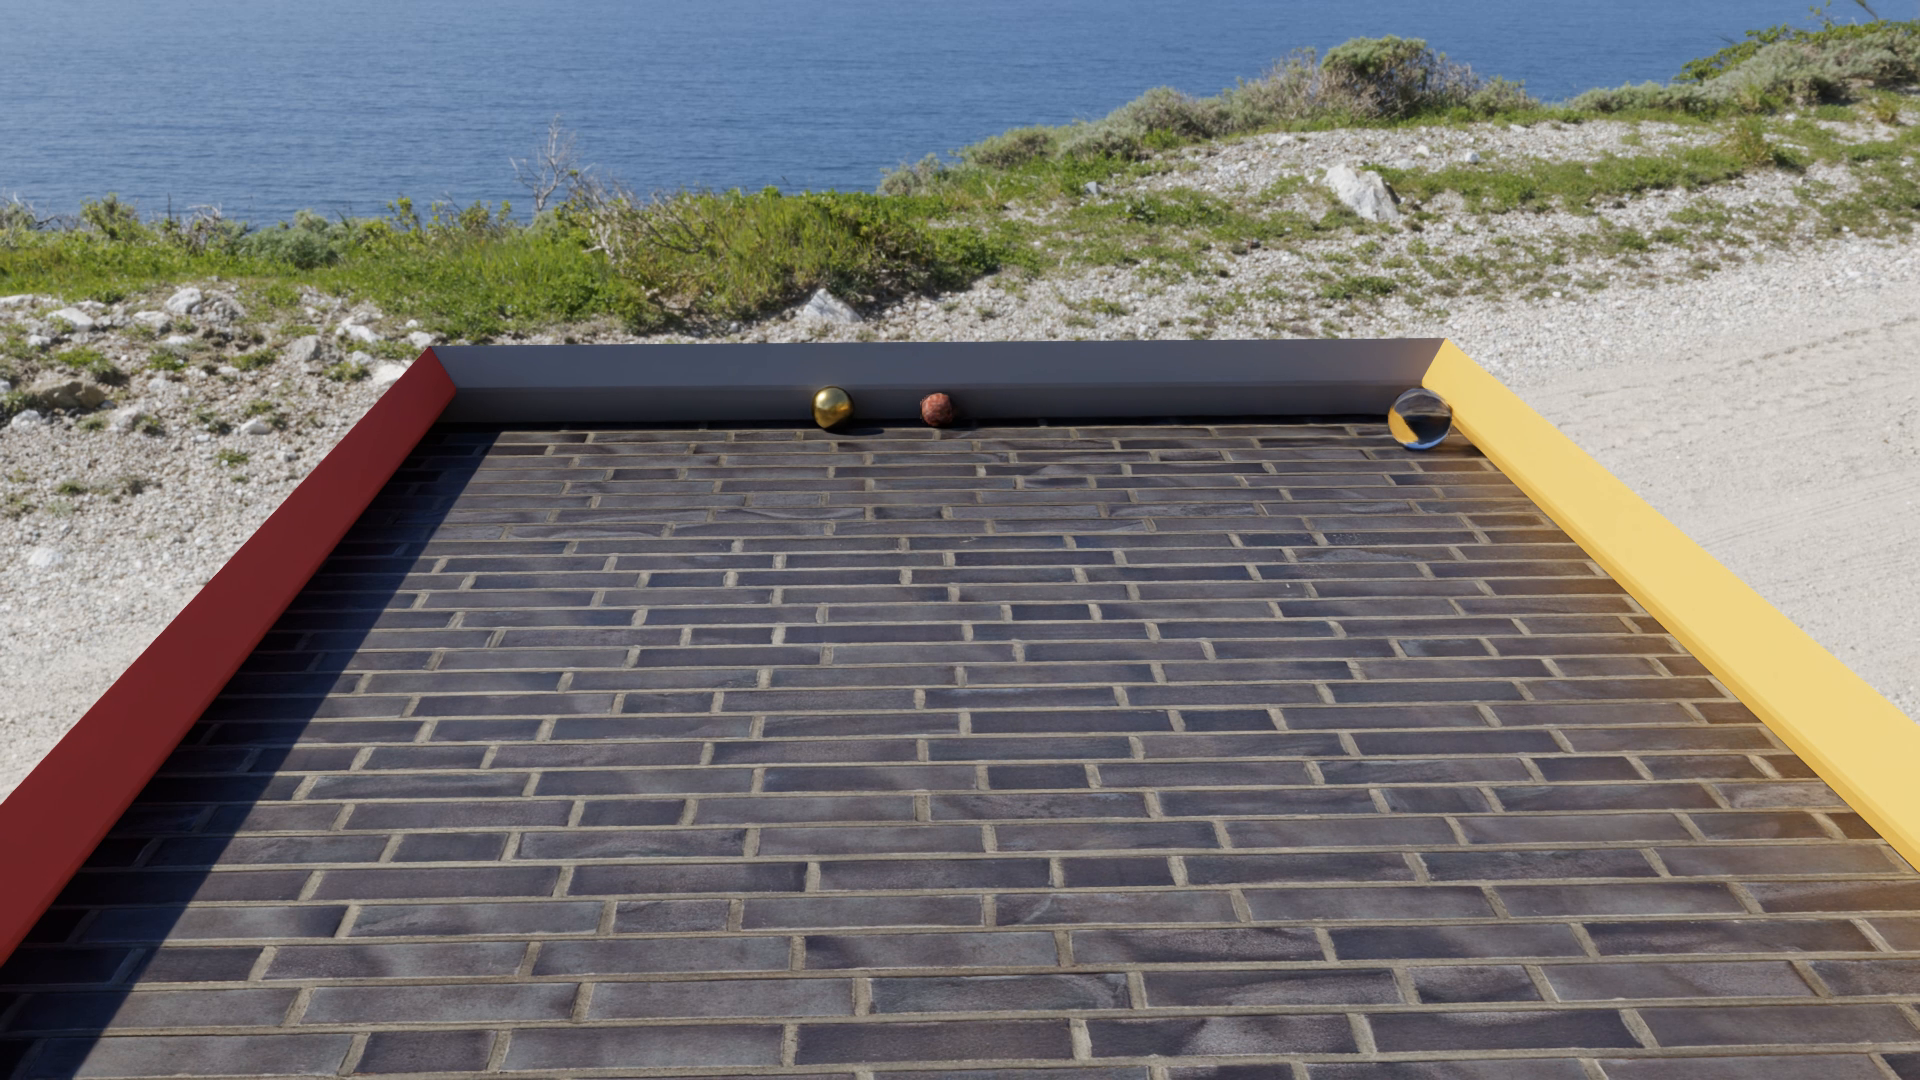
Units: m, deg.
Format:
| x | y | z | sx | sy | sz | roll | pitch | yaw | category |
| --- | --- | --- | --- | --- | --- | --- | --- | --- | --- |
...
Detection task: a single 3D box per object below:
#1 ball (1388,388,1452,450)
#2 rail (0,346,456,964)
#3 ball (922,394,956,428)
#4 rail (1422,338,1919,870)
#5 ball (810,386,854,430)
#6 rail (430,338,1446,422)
| x | y | z | sx | sy | sz | roll | pitch | yaw | category |
| --- | --- | --- | --- | --- | --- | --- | --- | --- | --- |
| 0.655 | -0.173 | 3.131 | 0.088 | 0.088 | 0.088 | 0 | 17 | 0 | ball |
| -0.712 | 0.193 | 1.884 | 0.045 | 0.115 | 2.927 | -1 | 17 | -2 | rail |
| -0.032 | -0.193 | 3.262 | 0.050 | 0.050 | 0.050 | 0 | 17 | 0 | ball |
| 0.766 | 0.177 | 1.936 | 0.045 | 0.115 | 2.927 | -1 | 17 | -2 | rail |
| -0.188 | -0.195 | 3.244 | 0.065 | 0.065 | 0.065 | 0 | 17 | 0 | ball |
| -0.026 | -0.235 | 3.286 | 1.526 | 0.115 | 0.045 | -1 | 17 | -2 | rail |
